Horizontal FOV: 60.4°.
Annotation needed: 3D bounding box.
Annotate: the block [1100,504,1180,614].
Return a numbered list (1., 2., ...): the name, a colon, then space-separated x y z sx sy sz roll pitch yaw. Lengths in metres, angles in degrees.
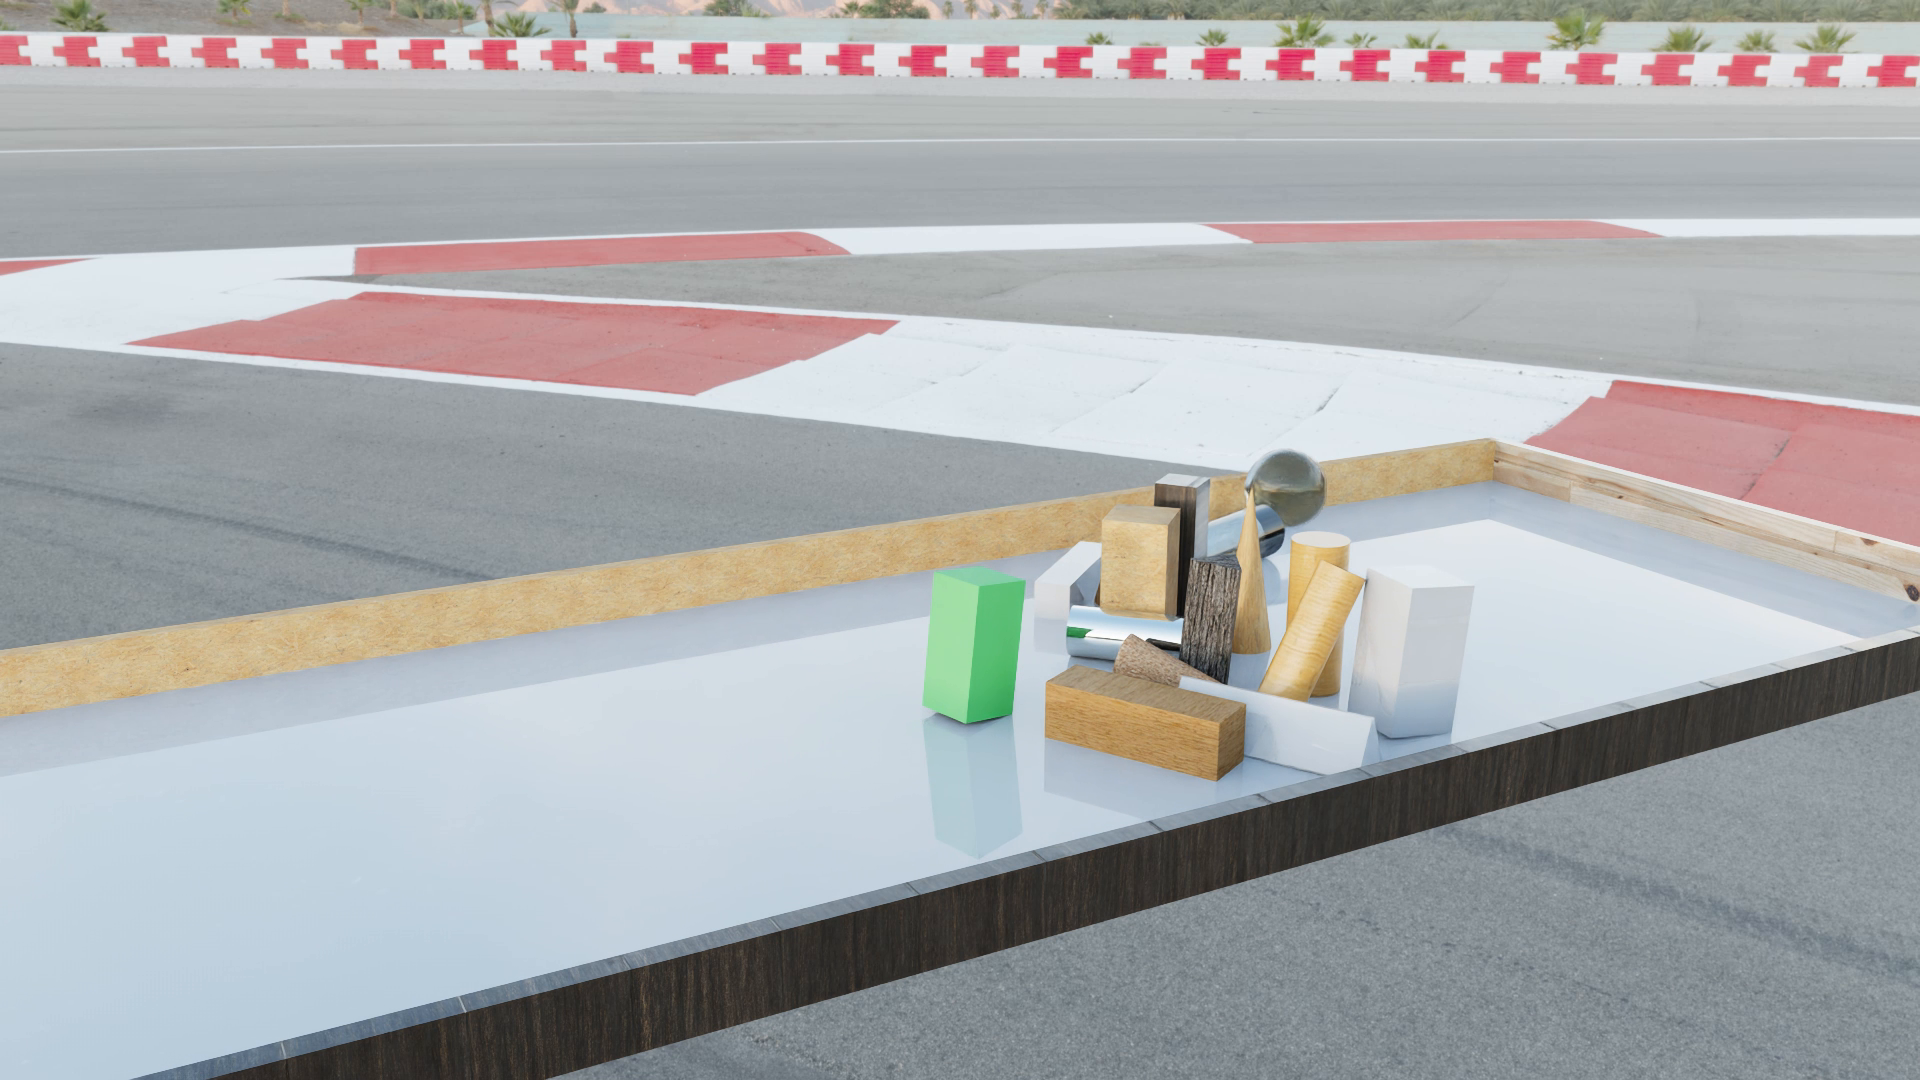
1. block: 0.478 0.101 4.384 0.173 0.353 0.173 5 17 17

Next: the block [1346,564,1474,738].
1. block: 1.044 0.255 3.830 0.172 0.358 0.172 -2 16 -22

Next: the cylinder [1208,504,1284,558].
1. cylinder: 0.797 0.016 5.006 0.166 0.166 0.443 14 22 40

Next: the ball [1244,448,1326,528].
1. ball: 1.077 -0.171 5.468 0.264 0.264 0.264 0 16 0

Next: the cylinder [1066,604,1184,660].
1. cylinder: 0.457 0.251 4.267 0.343 0.133 0.133 5 17 17

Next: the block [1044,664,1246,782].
1. block: 0.414 0.408 3.724 0.435 0.137 0.137 11 20 33

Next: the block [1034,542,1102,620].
1. block: 0.333 0.115 4.782 0.103 0.103 0.429 6 17 20

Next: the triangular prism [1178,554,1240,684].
1. triangular prism: 0.638 0.202 4.086 0.133 0.324 0.116 14 19 30

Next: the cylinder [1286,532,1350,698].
1. cylinder: 0.875 0.182 4.054 0.141 0.384 0.141 0 16 0

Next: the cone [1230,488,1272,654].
1. cone: 0.757 0.067 4.339 0.147 0.445 0.147 0 16 0

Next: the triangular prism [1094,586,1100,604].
1. triangular prism: 0.597 0.132 4.754 0.411 0.081 0.094 -5 17 -17

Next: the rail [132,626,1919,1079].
1. rail: -2.336 1.006 1.665 12.000 0.150 0.050 -9 18 -27

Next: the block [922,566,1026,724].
1. block: 0.032 0.245 3.908 0.153 0.329 0.153 -6 16 -43

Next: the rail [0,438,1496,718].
1. rail: -3.305 0.497 3.399 12.000 0.150 0.050 -9 18 -27

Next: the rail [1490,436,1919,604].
1. rail: 2.466 -0.048 5.253 0.050 0.150 2.100 -9 18 -27

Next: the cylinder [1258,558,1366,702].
1. cylinder: 0.813 0.239 3.853 0.114 0.377 0.114 24 6 -3

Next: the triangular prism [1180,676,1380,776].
1. triangular prism: 0.707 0.411 3.719 0.457 0.127 0.147 11 20 32

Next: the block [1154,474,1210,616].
1. block: 0.612 0.023 4.582 0.120 0.391 0.120 8 18 25

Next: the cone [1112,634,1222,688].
1. cone: 0.583 0.359 4.006 0.405 0.145 0.145 18 22 21
